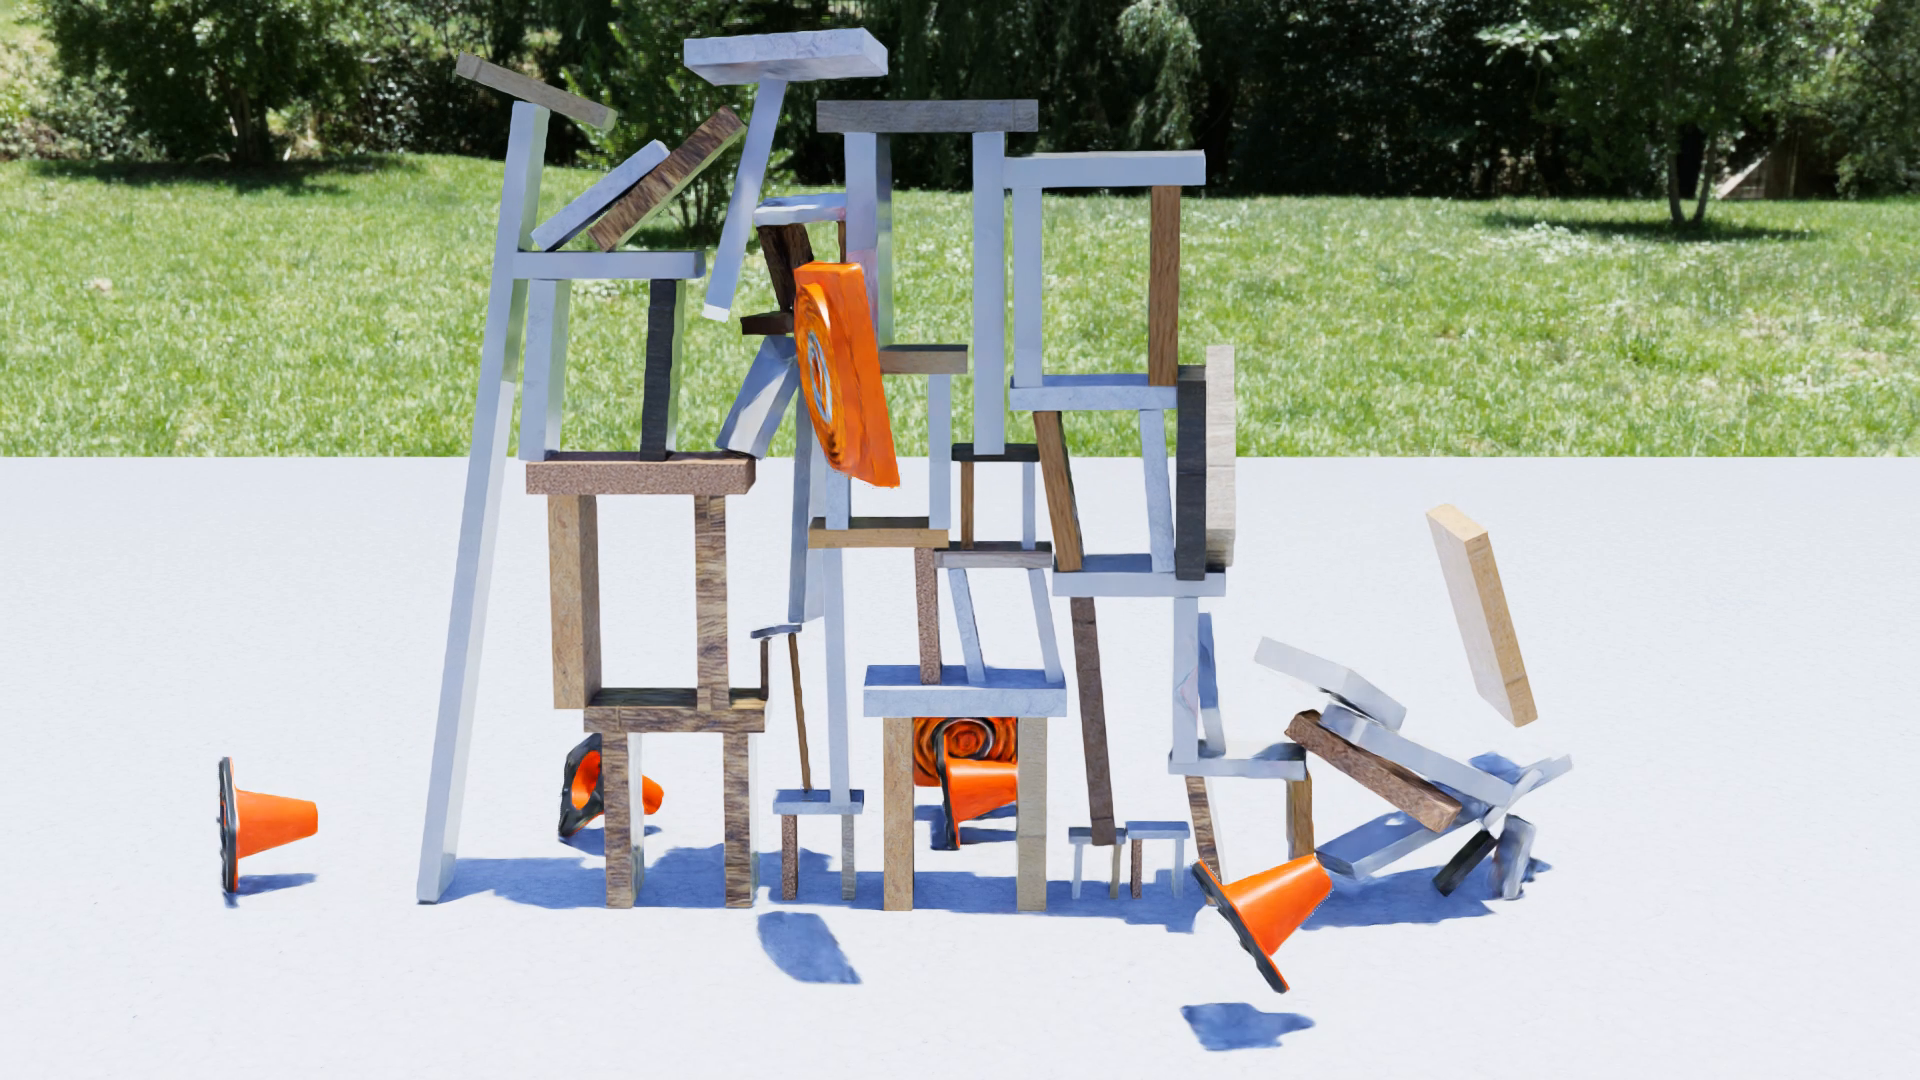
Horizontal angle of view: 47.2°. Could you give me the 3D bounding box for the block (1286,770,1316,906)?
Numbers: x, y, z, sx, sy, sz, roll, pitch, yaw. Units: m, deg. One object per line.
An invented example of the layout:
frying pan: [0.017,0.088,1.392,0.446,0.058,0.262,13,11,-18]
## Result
block: [0.562,0.480,3.639,0.031,0.220,0.110,-3,13,2]

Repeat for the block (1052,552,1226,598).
block: [0.287,0.056,3.539,0.275,0.039,0.137,0,13,4]

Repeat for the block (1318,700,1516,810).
block: [0.738,0.348,3.556,0.292,0.041,0.146,24,2,-17]

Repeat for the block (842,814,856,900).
block: [-0.185,0.517,3.659,0.021,0.148,0.074,0,10,0]

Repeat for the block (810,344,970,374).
block: [-0.110,-0.289,3.504,0.247,0.035,0.124,0,11,1]

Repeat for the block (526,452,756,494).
block: [-0.512,-0.109,3.557,0.347,0.049,0.174,0,9,0]

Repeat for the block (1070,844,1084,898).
block: [0.195,0.544,3.657,0.013,0.095,0.047,3,11,0]

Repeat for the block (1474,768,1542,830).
block: [0.908,0.430,3.641,0.018,0.128,0.064,45,-2,9]

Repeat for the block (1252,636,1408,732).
block: [0.607,0.238,3.587,0.157,0.044,0.314,21,-5,32]

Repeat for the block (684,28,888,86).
block: [-0.278,-0.774,3.530,0.295,0.042,0.148,-1,-1,13]

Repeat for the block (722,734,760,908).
block: [-0.362,0.445,3.641,0.041,0.293,0.146,0,9,0]

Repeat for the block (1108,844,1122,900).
block: [0.258,0.544,3.656,0.013,0.094,0.047,3,12,1]

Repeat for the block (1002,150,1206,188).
block: [0.224,-0.573,3.393,0.305,0.043,0.153,0,13,5]

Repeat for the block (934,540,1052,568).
block: [0.055,0.023,3.561,0.189,0.027,0.095,0,11,1]

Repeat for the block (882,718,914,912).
block: [-0.101,0.430,3.636,0.046,0.327,0.163,0,11,0]

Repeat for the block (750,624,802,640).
block: [-0.306,0.153,3.665,0.048,0.014,0.095,-13,-5,23]

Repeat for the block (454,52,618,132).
block: [-0.675,-0.716,3.517,0.246,0.035,0.123,20,7,-4]

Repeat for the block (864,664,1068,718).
block: [0.008,0.247,3.602,0.327,0.046,0.163,0,11,0]

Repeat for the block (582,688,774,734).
block: [-0.460,0.280,3.615,0.293,0.041,0.146,0,9,0]

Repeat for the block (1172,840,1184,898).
block: [0.362,0.539,3.660,0.015,0.104,0.052,0,11,0]

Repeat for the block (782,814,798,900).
block: [-0.283,0.517,3.659,0.021,0.148,0.074,0,10,0]

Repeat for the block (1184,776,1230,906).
block: [0.410,0.481,3.644,0.031,0.221,0.110,-9,9,11]

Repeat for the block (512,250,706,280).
block: [-0.557,-0.439,3.508,0.286,0.041,0.143,0,9,0]

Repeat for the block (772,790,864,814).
block: [-0.234,0.434,3.644,0.148,0.021,0.074,0,10,0]

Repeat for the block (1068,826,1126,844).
block: [0.227,0.490,3.647,0.095,0.013,0.047,0,13,2]

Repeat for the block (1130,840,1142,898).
block: [0.293,0.539,3.660,0.015,0.104,0.052,0,11,0]

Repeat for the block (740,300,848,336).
block: [-0.250,-0.366,3.611,0.103,0.029,0.205,3,14,40]

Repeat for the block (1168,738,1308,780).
block: [0.457,0.358,3.605,0.221,0.031,0.110,1,11,12]

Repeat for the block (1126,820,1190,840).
block: [0.328,0.481,3.649,0.104,0.015,0.052,0,11,0]

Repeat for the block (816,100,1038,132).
block: [-0.049,-0.662,3.435,0.338,0.048,0.169,0,11,1]

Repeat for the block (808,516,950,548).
block: [-0.130,-0.013,3.560,0.223,0.032,0.112,0,10,0]

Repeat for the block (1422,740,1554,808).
block: [0.882,0.402,3.720,0.214,0.030,0.107,-19,14,-9]

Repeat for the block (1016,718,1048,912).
block: [0.117,0.430,3.636,0.046,0.327,0.163,0,11,0]

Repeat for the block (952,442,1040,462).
block: [0.059,-0.141,3.535,0.142,0.020,0.071,0,11,3]

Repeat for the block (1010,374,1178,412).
block: [0.209,-0.234,3.465,0.259,0.037,0.130,-1,13,3]

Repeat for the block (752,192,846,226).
block: [-0.244,-0.529,3.511,0.157,0.022,0.078,-2,26,12]

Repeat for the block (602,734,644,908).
block: [-0.557,0.444,3.642,0.041,0.292,0.146,0,9,0]
